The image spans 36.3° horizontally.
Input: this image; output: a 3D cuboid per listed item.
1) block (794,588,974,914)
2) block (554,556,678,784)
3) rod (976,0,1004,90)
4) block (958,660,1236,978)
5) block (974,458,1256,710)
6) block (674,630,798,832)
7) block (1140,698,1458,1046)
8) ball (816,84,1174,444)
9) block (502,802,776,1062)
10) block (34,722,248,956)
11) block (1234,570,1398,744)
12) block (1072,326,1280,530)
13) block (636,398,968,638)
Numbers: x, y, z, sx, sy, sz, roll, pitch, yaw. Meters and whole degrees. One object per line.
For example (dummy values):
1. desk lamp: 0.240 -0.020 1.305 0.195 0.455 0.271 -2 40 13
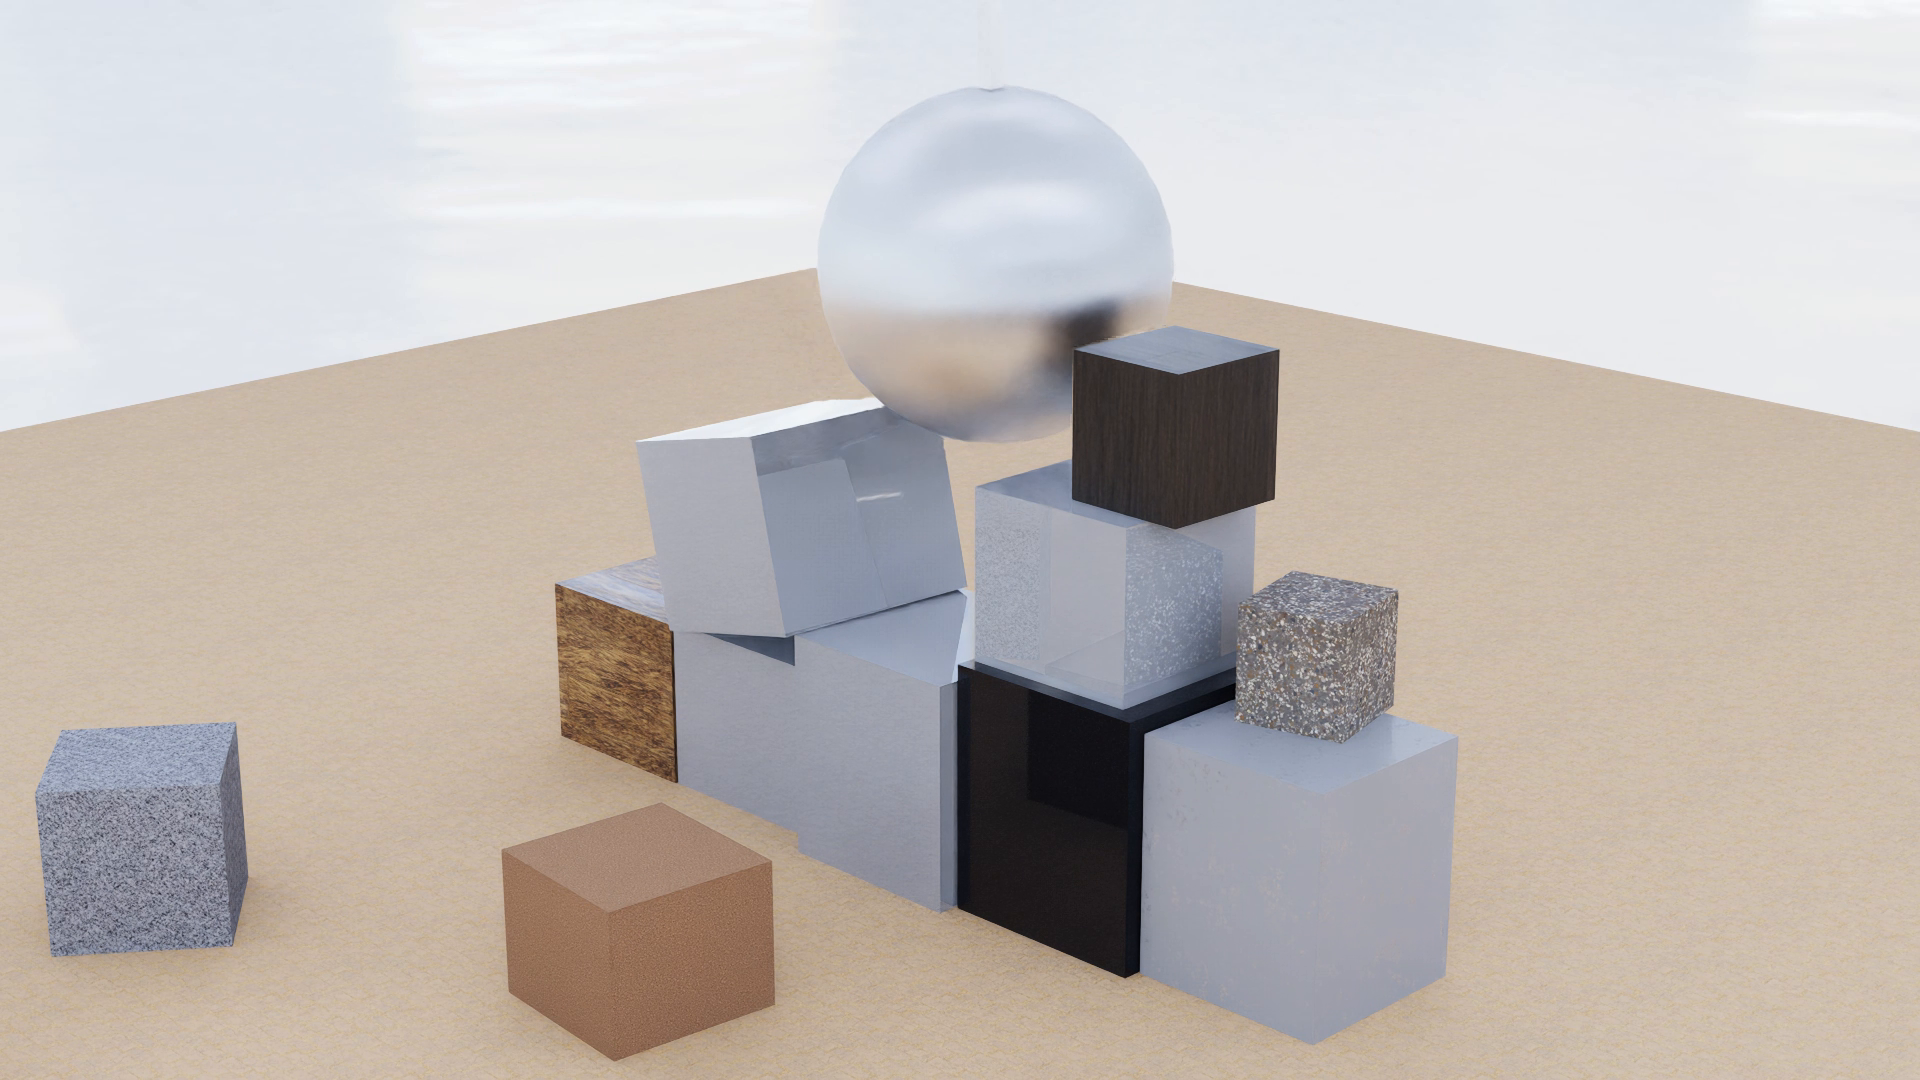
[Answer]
1. block: -0.056 0.941 13.559 1.022 1.074 0.955 -16 24 -42
2. block: -1.397 0.611 15.019 0.951 0.829 0.915 -17 24 -42
3. rod: 0.069 -4.444 12.017 0.080 5.200 0.080 17 26 42
4. block: 0.712 1.090 12.944 1.040 1.159 1.004 -17 24 -42
5. block: 0.668 0.150 12.682 0.862 0.793 0.845 16 24 42
6. block: -0.698 0.815 14.348 0.927 0.843 1.045 -17 24 -42
7. block: 1.414 1.327 12.302 0.901 1.091 0.935 -17 24 -42
8. ball: 0.158 -1.229 13.121 1.600 1.600 1.600 0 17 0
9. block: -1.332 1.605 12.153 0.794 0.650 0.806 -14 22 -37
10. block: -3.587 1.307 12.918 0.763 0.760 0.746 -2 18 -7
11. block: 1.497 0.484 12.298 0.491 0.520 0.520 10 20 30
12. block: 0.901 -0.482 12.284 0.623 0.652 0.591 -16 23 -41
13. block: -0.758 -0.125 13.999 1.061 0.929 1.008 -15 9 -36
